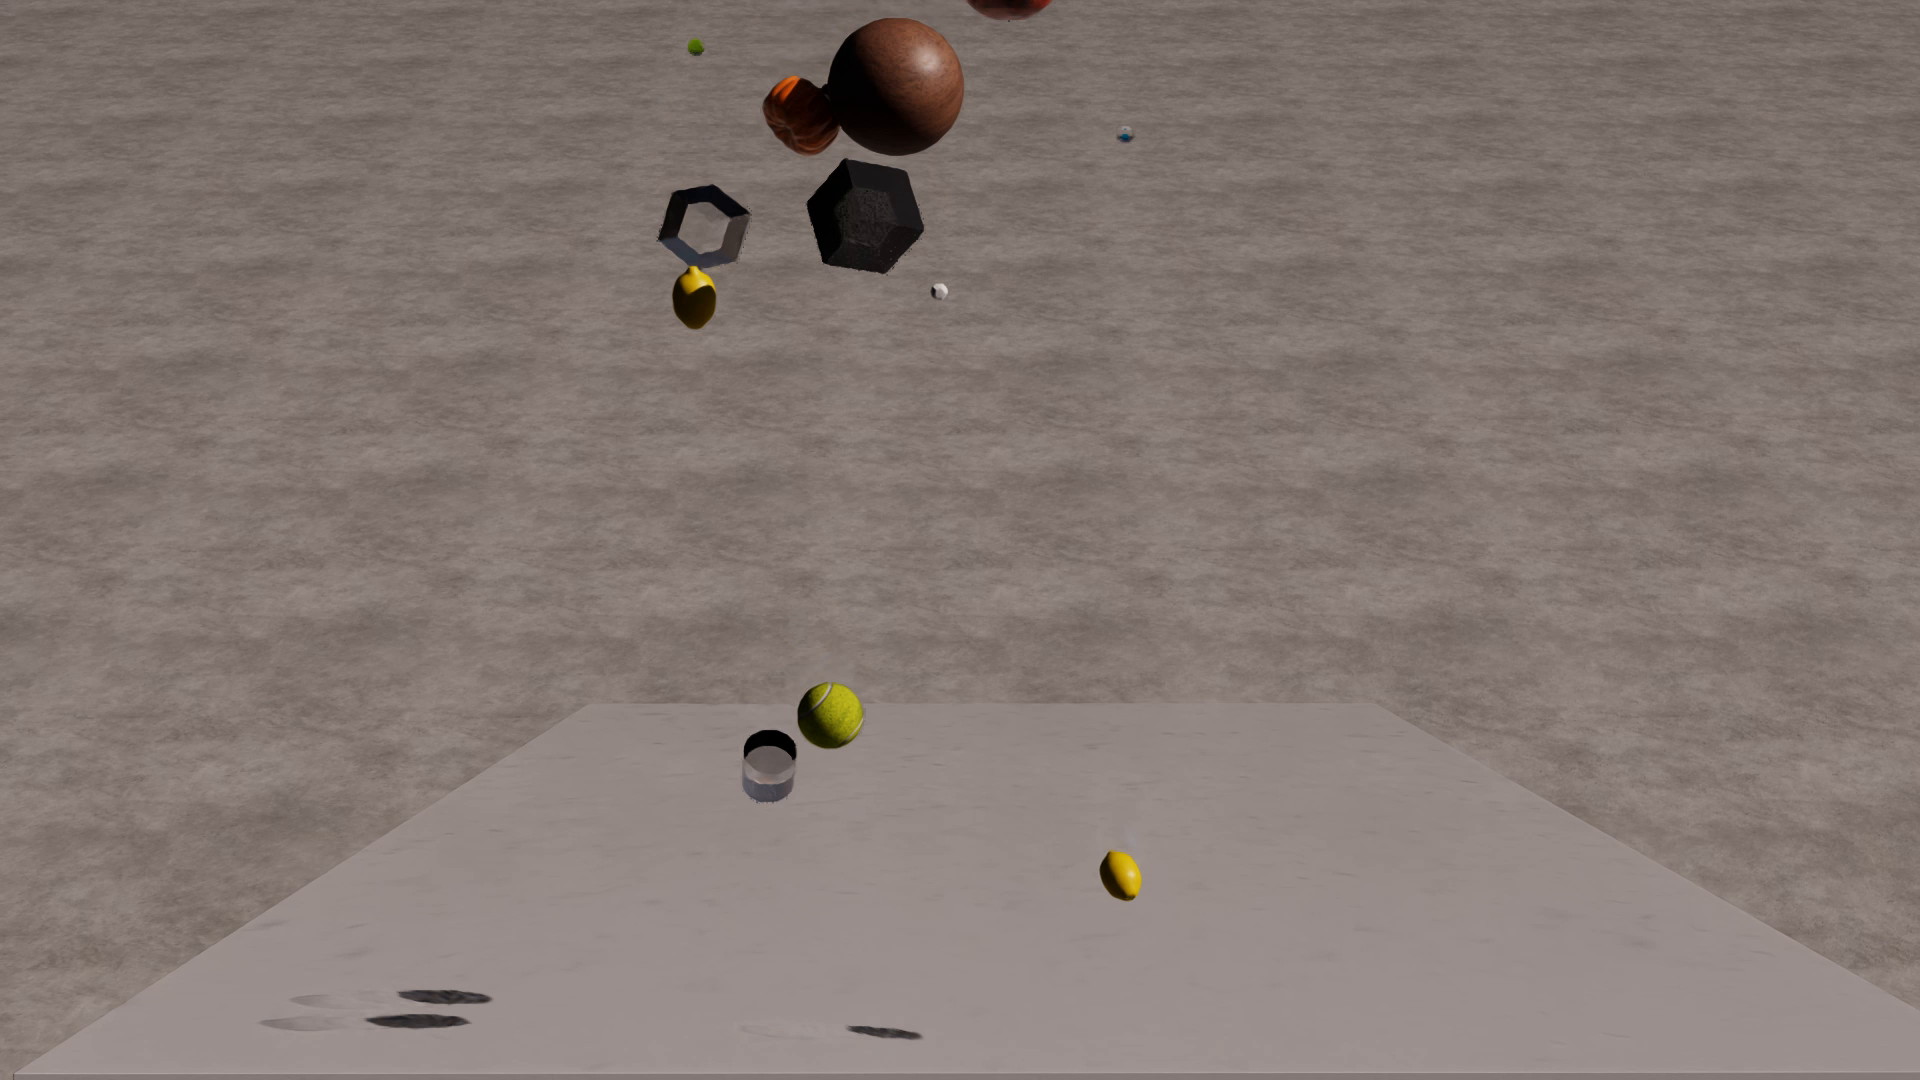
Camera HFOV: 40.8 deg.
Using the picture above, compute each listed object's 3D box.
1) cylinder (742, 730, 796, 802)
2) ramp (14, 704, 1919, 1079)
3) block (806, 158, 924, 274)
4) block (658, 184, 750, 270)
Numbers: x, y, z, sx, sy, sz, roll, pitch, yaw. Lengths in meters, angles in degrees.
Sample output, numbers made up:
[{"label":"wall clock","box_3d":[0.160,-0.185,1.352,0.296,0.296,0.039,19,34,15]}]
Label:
[{"label":"cylinder","box_3d":[-0.193,0.229,2.607,0.054,0.054,0.054,4,52,-5]},{"label":"ramp","box_3d":[0.058,0.522,4.561,2.000,0.100,4.000,0,2,0]},{"label":"block","box_3d":[-0.084,-0.286,2.281,0.066,0.066,0.066,5,57,-37]},{"label":"block","box_3d":[-0.252,-0.308,2.539,0.056,0.056,0.056,39,35,25]}]
